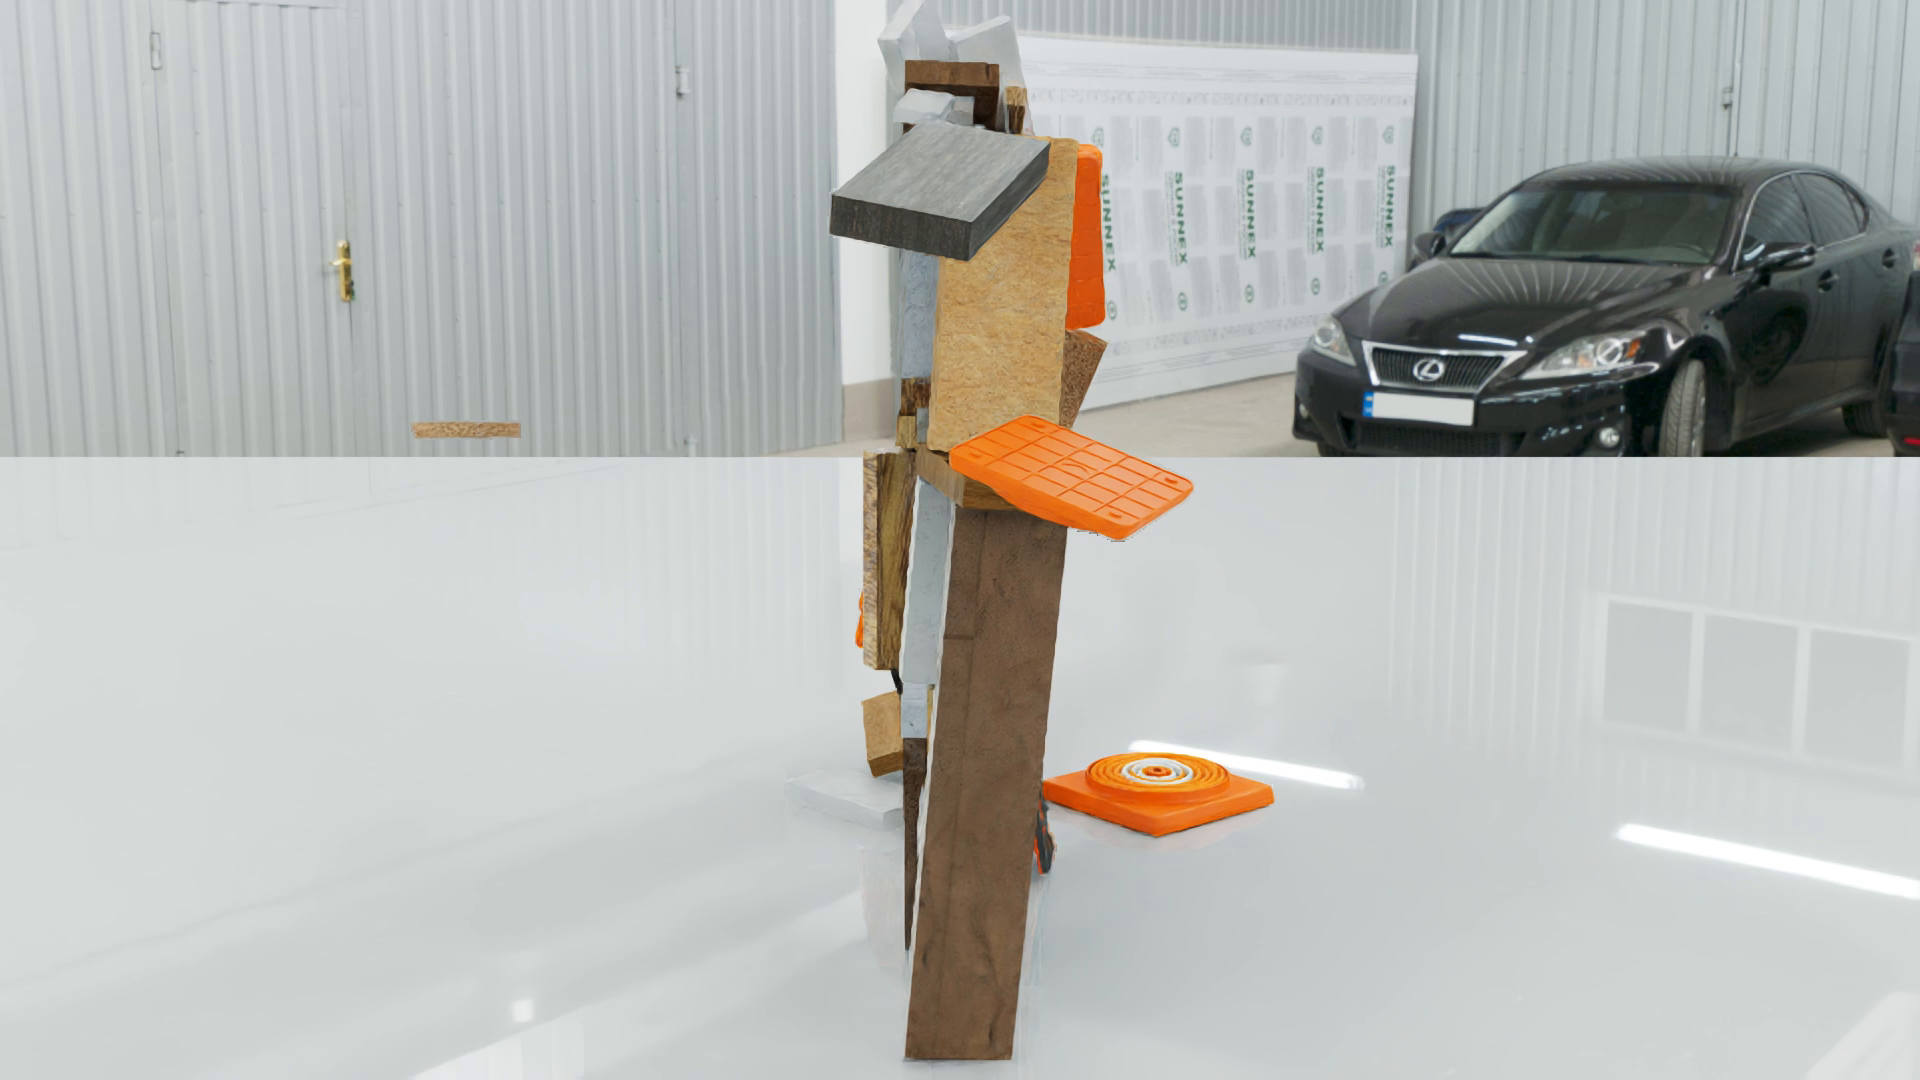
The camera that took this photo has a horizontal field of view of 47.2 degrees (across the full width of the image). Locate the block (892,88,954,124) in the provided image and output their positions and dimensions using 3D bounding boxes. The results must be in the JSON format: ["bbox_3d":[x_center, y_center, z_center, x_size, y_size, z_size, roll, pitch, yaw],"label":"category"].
[{"bbox_3d":[-0.047,-0.572,2.906,0.061,0.017,0.122,8,24,6],"label":"block"}]

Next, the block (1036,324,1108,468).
[{"bbox_3d":[0.105,-0.070,4.089,0.081,0.796,0.023,25,39,4],"label":"block"}]

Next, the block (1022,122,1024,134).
[{"bbox_3d":[0.034,-0.496,3.497,0.105,0.461,0.030,7,31,4],"label":"block"}]

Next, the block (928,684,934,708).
[{"bbox_3d":[-0.002,0.208,3.191,0.087,0.025,0.175,0,11,0],"label":"block"}]

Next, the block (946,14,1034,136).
[{"bbox_3d":[0.051,-0.710,3.473,0.105,0.210,0.030,-26,36,-19],"label":"block"}]

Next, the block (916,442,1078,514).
[{"bbox_3d":[0.044,-0.085,2.937,0.148,0.042,0.296,2,10,-13],"label":"block"}]

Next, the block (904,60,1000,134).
[{"bbox_3d":[-0.015,-0.584,3.090,0.128,0.036,0.257,2,-22,-2],"label":"block"}]

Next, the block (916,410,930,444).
[{"bbox_3d":[0.000,-0.002,3.180,0.123,0.392,0.035,0,16,-1],"label":"block"}]

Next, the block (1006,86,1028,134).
[{"bbox_3d":[0.037,-0.607,3.249,0.105,0.030,0.210,7,-19,-1],"label":"block"}]

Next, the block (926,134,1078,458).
[{"bbox_3d":[0.057,-0.331,2.975,0.170,0.428,0.048,3,6,-12],"label":"block"}]

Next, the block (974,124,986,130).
[{"bbox_3d":[0.004,-0.541,3.084,0.061,0.017,0.122,3,-25,0],"label":"block"}]

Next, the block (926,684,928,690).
[{"bbox_3d":[-0.002,0.152,3.285,0.095,0.191,0.027,0,12,-1],"label":"block"}]

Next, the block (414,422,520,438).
[{"bbox_3d":[-0.758,-0.169,3.376,0.161,0.023,0.081,1,3,42],"label":"block"}]

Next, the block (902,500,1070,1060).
[{"bbox_3d":[0.030,0.329,2.932,0.148,0.771,0.042,3,13,-8],"label":"block"}]

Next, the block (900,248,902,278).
[{"bbox_3d":[0.000,-0.357,3.509,0.176,0.353,0.050,4,43,7],"label":"block"}]

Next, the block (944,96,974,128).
[{"bbox_3d":[-0.017,-0.426,3.105,0.061,0.423,0.017,1,35,-1],"label":"block"}]

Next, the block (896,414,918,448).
[{"bbox_3d":[-0.004,-0.181,3.571,0.174,0.049,0.347,4,6,2],"label":"block"}]

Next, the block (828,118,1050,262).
[{"bbox_3d":[-0.019,-0.429,2.667,0.170,0.048,0.339,13,29,13],"label":"block"}]

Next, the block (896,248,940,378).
[{"bbox_3d":[0.006,-0.389,3.088,0.170,0.339,0.048,-3,36,-11],"label":"block"}]

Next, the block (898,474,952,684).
[{"bbox_3d":[0.002,0.059,3.091,0.148,0.296,0.042,3,19,-9],"label":"block"}]

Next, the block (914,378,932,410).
[{"bbox_3d":[-0.002,-0.225,3.203,0.123,0.035,0.246,0,11,1],"label":"block"}]

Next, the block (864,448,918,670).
[{"bbox_3d":[-0.066,0.026,3.528,0.174,0.347,0.049,-5,11,-28],"label":"block"}]

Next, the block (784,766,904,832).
[{"bbox_3d":[-0.188,0.485,4.127,0.138,0.039,0.276,-10,15,-43],"label":"block"}]

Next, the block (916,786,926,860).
[{"bbox_3d":[0.000,0.411,3.216,0.121,0.034,0.241,0,11,1],"label":"block"}]

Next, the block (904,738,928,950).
[{"bbox_3d":[0.003,0.459,3.400,0.176,0.353,0.050,0,14,0],"label":"block"}]

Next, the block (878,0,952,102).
[{"bbox_3d":[-0.051,-0.719,3.465,0.036,0.257,0.128,7,50,28],"label":"block"}]

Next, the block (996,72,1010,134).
[{"bbox_3d":[0.006,-0.595,3.184,0.128,0.036,0.257,3,-19,5],"label":"block"}]

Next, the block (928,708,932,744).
[{"bbox_3d":[-0.002,0.317,3.151,0.087,0.175,0.025,0,10,1],"label":"block"}]

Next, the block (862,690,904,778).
[{"bbox_3d":[-0.115,0.368,4.309,0.138,0.039,0.276,-17,21,1],"label":"block"}]

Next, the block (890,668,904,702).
[{"bbox_3d":[-0.015,0.275,3.911,0.174,0.541,0.049,-1,52,12],"label":"block"}]

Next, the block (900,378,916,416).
[{"bbox_3d":[0.004,-0.325,3.295,0.176,0.353,0.050,3,48,-1],"label":"block"}]

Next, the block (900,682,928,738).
[{"bbox_3d":[0.000,0.240,3.469,0.176,0.050,0.353,0,10,0],"label":"block"}]
